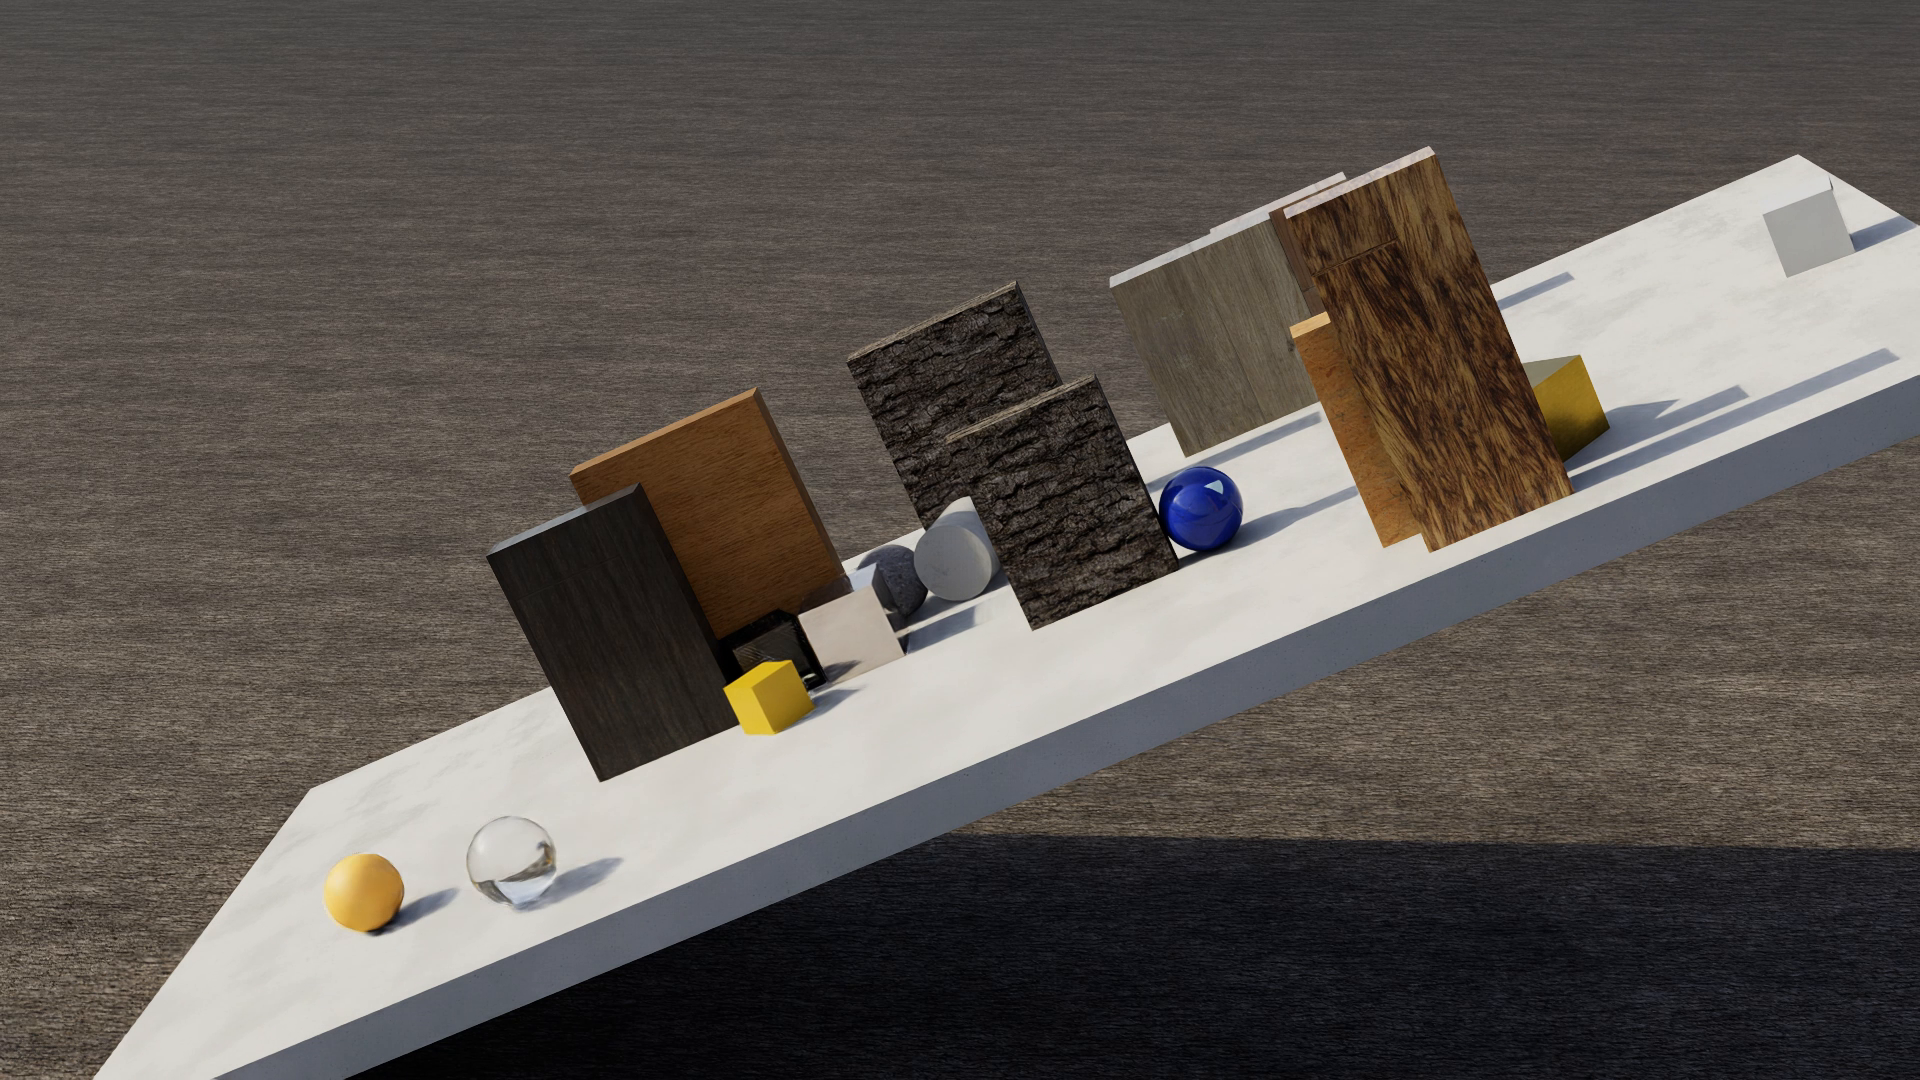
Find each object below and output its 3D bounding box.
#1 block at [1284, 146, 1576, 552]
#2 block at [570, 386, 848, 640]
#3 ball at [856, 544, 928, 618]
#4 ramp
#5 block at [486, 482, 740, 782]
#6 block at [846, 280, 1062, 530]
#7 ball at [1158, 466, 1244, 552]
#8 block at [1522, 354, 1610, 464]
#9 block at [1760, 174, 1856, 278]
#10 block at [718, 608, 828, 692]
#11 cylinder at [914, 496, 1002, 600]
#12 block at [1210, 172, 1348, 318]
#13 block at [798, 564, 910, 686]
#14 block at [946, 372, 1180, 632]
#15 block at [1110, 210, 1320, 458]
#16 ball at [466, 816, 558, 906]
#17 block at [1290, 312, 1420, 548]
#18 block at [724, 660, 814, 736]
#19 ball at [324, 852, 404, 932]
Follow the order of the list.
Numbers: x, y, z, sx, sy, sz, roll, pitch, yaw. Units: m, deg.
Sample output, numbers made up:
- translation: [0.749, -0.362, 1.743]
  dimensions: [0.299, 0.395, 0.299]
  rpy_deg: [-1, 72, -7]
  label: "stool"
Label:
- translation: [0.840, -0.338, 5.265]
  dimensions: [0.279, 0.665, 0.106]
  rpy_deg: [-23, 13, 8]
  label: "block"
- translation: [-0.520, 0.031, 6.458]
  dimensions: [0.443, 0.606, 0.090]
  rpy_deg: [-23, 13, 8]
  label: "block"
- translation: [-0.150, 0.093, 6.516]
  dimensions: [0.167, 0.167, 0.167]
  rpy_deg: [0, 15, 0]
  label: "ball"
- translation: [0.133, 0.170, 6.284]
  dimensions: [4.000, 0.100, 2.000]
  rpy_deg: [-23, 13, 8]
  label: "ramp"
- translation: [-0.728, 0.200, 6.291]
  dimensions: [0.349, 0.553, 0.092]
  rpy_deg: [-23, 13, 8]
  label: "block"
- translation: [0.049, -0.247, 6.638]
  dimensions: [0.412, 0.549, 0.110]
  rpy_deg: [-23, 13, 8]
  label: "block"
- translation: [0.487, -0.063, 5.940]
  dimensions: [0.173, 0.173, 0.173]
  rpy_deg: [0, 15, 0]
  label: "ball"
- translation: [1.095, -0.239, 5.550]
  dimensions: [0.155, 0.155, 0.155]
  rpy_deg: [-33, 15, -32]
  label: "block"
- translation: [1.731, -0.643, 6.008]
  dimensions: [0.142, 0.142, 0.142]
  rpy_deg: [-20, 14, 20]
  label: "block"
- translation: [-0.406, 0.261, 6.338]
  dimensions: [0.158, 0.158, 0.158]
  rpy_deg: [-28, 13, -15]
  label: "block"
- translation: [0.011, 0.018, 6.488]
  dimensions: [0.179, 0.179, 0.179]
  rpy_deg: [5, 23, 17]
  label: "cylinder"
- translation: [0.820, -0.586, 6.837]
  dimensions: [0.333, 0.426, 0.113]
  rpy_deg: [-23, 13, 8]
  label: "block"
- translation: [-0.226, 0.180, 6.294]
  dimensions: [0.172, 0.172, 0.172]
  rpy_deg: [-23, 13, 8]
  label: "block"
- translation: [0.208, -0.077, 5.938]
  dimensions: [0.324, 0.426, 0.084]
  rpy_deg: [-23, 13, 8]
  label: "block"
- translation: [0.611, -0.473, 6.758]
  dimensions: [0.392, 0.434, 0.134]
  rpy_deg: [-23, 13, 8]
  label: "block"
- translation: [-0.871, 0.624, 5.714]
  dimensions: [0.176, 0.176, 0.176]
  rpy_deg: [0, 15, 0]
  label: "ball"
- translation: [0.844, -0.252, 5.437]
  dimensions: [0.320, 0.434, 0.105]
  rpy_deg: [-23, 13, 8]
  label: "block"
- translation: [-0.399, 0.331, 6.148]
  dimensions: [0.114, 0.114, 0.114]
  rpy_deg: [-33, 15, -32]
  label: "block"
- translation: [-1.218, 0.720, 6.012]
  dimensions: [0.160, 0.160, 0.160]
  rpy_deg: [0, 15, 0]
  label: "ball"
